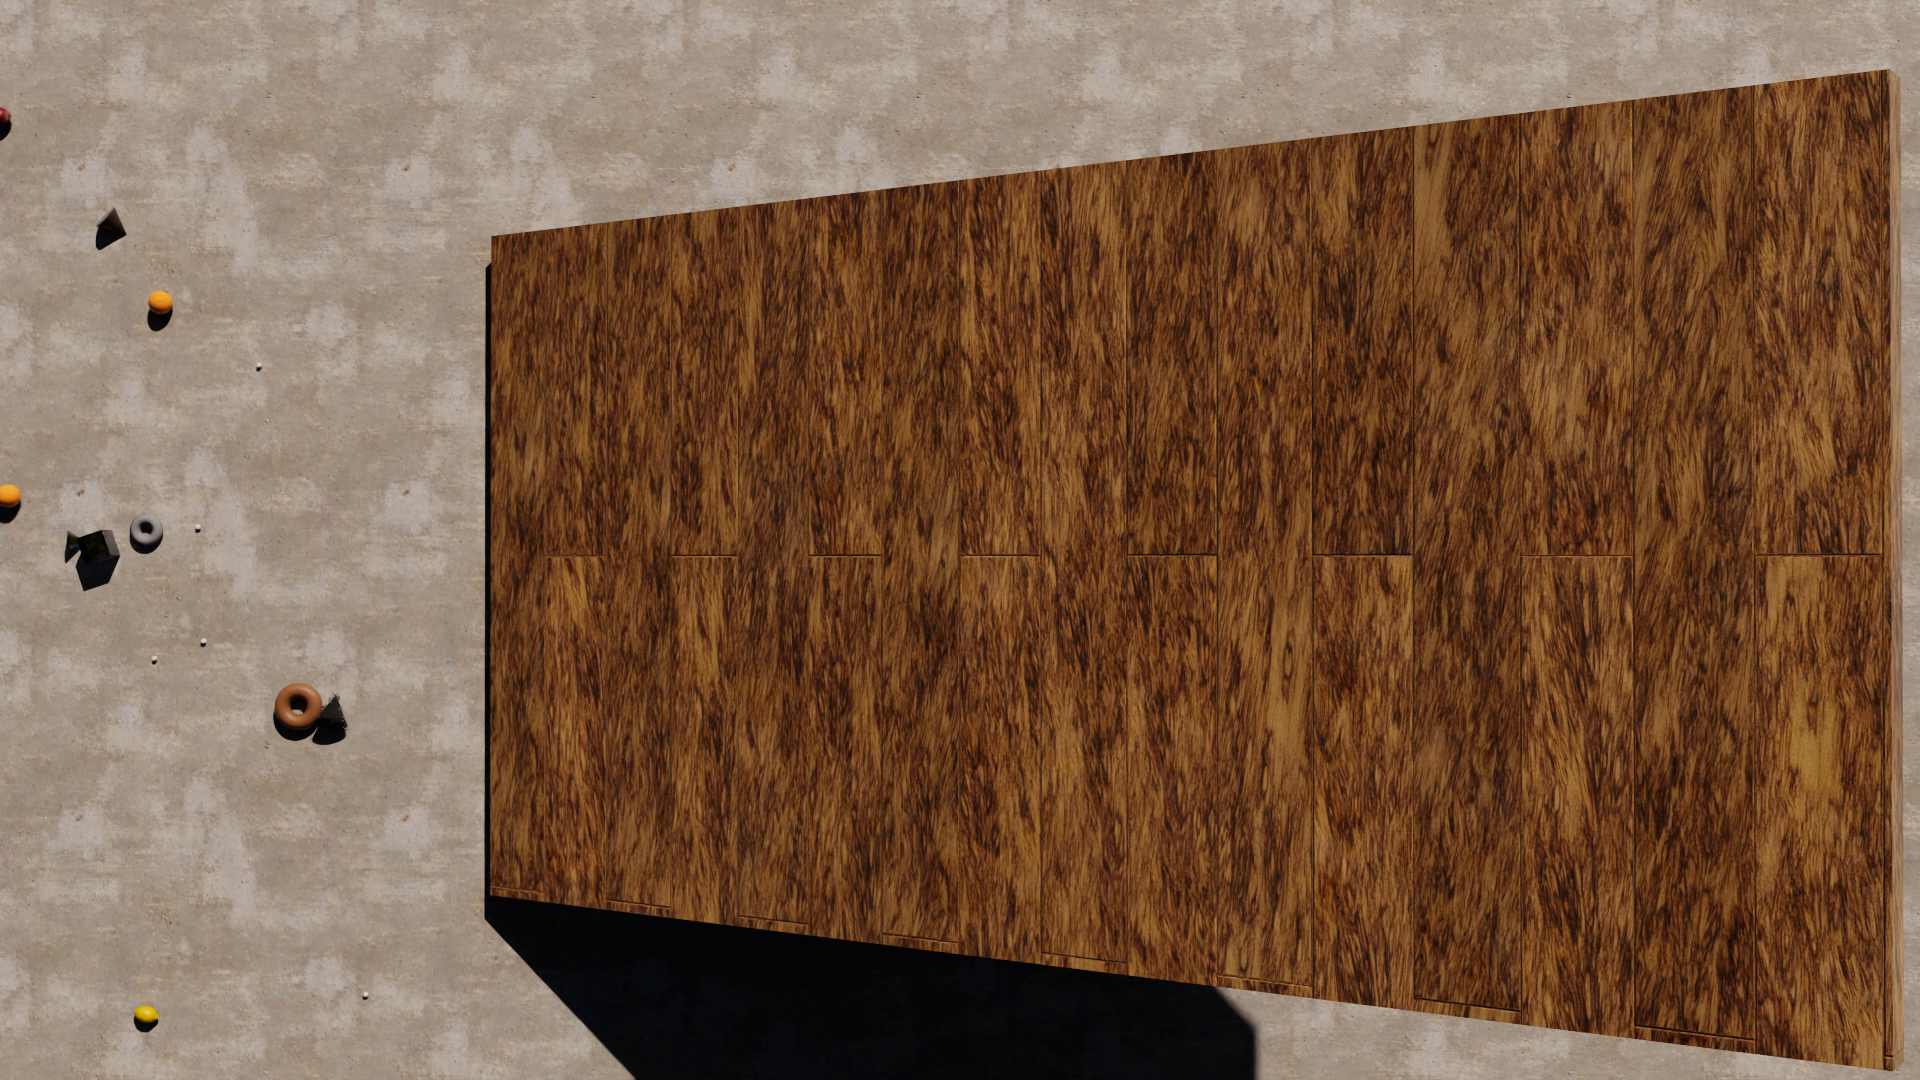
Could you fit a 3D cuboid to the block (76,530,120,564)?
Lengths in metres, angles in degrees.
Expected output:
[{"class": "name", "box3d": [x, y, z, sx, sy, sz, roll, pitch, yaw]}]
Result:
[{"class": "block", "box3d": [-2.631, 0.021, 6.715, 0.082, 0.082, 0.082, -19, 90, 0]}]

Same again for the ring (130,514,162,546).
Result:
[{"class": "ring", "box3d": [-2.494, -0.030, 6.740, 0.100, 0.033, 0.100, 0, 91, -1]}]

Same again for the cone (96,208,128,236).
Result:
[{"class": "cone", "box3d": [-2.588, -0.963, 6.745, 0.082, 0.082, 0.082, -46, 116, 0]}]

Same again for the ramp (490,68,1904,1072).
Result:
[{"class": "ramp", "box3d": [0.245, 0.068, 5.571, 4.000, 0.100, 2.000, 0, 89, 35]}]

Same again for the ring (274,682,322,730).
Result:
[{"class": "ring", "box3d": [-2.023, 0.510, 6.728, 0.146, 0.049, 0.146, 0, 90, -1]}]

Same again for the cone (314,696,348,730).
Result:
[{"class": "cone", "box3d": [-1.918, 0.516, 6.730, 0.098, 0.098, 0.098, 2, 63, 0]}]

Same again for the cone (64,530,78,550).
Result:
[{"class": "cone", "box3d": [-2.707, 0.004, 6.742, 0.063, 0.063, 0.063, 6, 89, -26]}]
